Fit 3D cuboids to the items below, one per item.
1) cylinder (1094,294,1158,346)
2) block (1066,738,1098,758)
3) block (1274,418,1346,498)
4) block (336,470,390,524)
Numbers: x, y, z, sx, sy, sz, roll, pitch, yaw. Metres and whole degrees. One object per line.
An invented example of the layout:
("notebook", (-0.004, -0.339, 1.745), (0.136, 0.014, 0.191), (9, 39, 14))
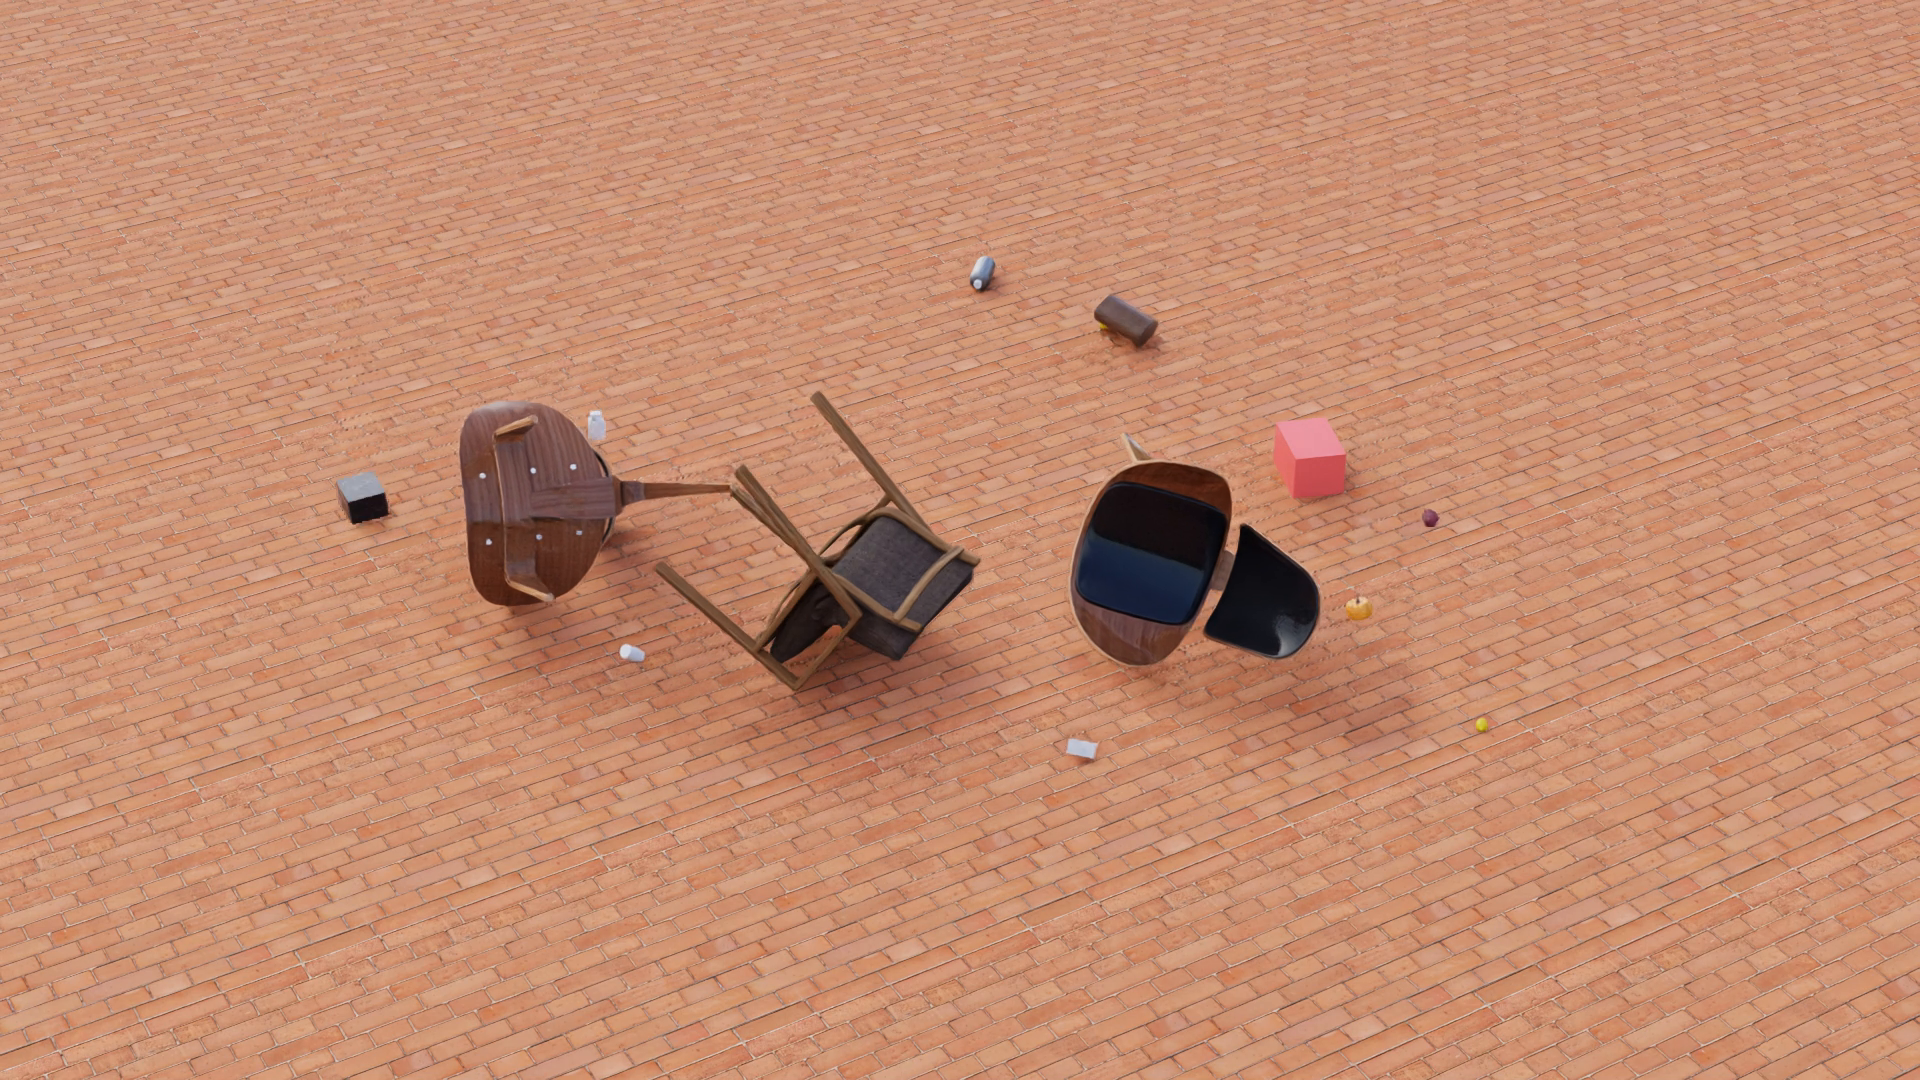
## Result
("cylinder", (0.687, -0.912, 12.171), (0.225, 0.112, 0.163), (32, 36, 15))
("block", (0.409, 0.698, 9.823), (0.090, 0.051, 0.043), (10, -3, 14))
("block", (1.342, -0.317, 11.265), (0.199, 0.176, 0.276), (-6, 34, -9))
("block", (-2.260, -0.161, 11.091), (0.144, 0.102, 0.172), (-17, 37, -19))
